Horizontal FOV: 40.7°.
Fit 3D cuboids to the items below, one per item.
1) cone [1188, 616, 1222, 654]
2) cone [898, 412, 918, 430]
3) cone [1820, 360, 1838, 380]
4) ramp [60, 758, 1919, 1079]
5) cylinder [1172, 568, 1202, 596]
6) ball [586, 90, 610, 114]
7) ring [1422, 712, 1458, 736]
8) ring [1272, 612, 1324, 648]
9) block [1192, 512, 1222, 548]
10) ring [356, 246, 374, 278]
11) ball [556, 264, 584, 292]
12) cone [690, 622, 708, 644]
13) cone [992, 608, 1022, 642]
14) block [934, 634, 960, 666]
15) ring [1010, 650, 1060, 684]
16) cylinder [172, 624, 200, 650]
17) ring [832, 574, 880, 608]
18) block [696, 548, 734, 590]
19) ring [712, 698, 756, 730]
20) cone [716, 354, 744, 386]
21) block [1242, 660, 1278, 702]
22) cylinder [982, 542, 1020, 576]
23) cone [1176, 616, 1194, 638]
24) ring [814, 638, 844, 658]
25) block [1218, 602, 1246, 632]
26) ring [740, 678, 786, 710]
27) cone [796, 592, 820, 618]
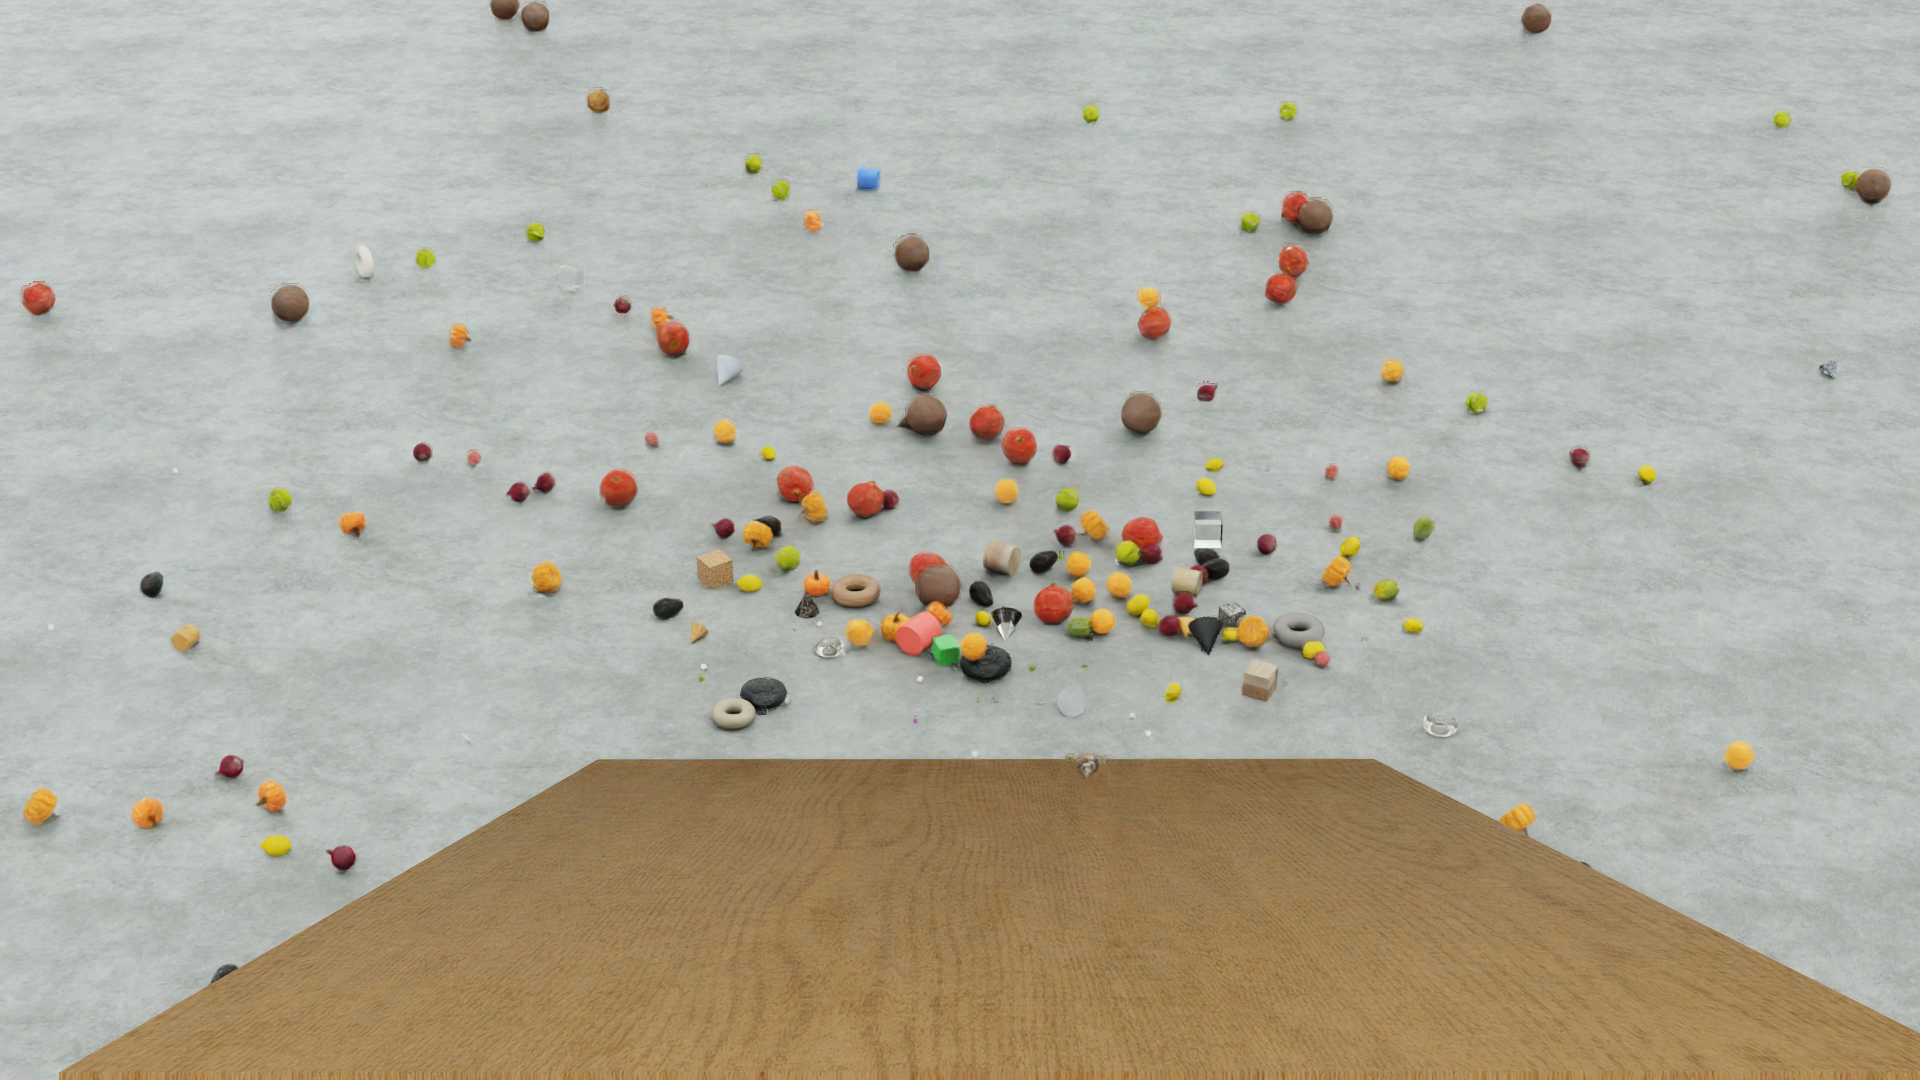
[{"bbox_3d":[0.695,0.282,7.277,0.098,0.098,0.098,-1,57,-2],"label":"cone"},{"bbox_3d":[-0.180,-0.378,8.411,0.061,0.061,0.061,-18,24,23],"label":"cone"},{"bbox_3d":[2.937,-0.562,8.722,0.061,0.061,0.061,-7,58,-11],"label":"cone"},{"bbox_3d":[0.068,0.607,4.674,2.000,0.100,4.000,0,0,0],"label":"ramp"},{"bbox_3d":[0.660,0.122,7.519,0.074,0.074,0.074,10,32,16],"label":"cylinder"},{"bbox_3d":[-1.507,-1.827,10.793,0.098,0.098,0.098,0,31,0],"label":"ball"},{"bbox_3d":[1.287,0.493,6.934,0.094,0.031,0.094,1,32,0],"label":"ring"},{"bbox_3d":[0.957,0.256,7.319,0.146,0.049,0.146,-1,31,1],"label":"ring"},{"bbox_3d":[0.744,-0.031,7.771,0.081,0.081,0.081,0,31,1],"label":"block"},{"bbox_3d":[-2.158,-1.008,9.384,0.039,0.118,0.118,-14,33,-29],"label":"ring"},{"bbox_3d":[-1.402,-0.942,9.294,0.100,0.100,0.100,0,31,0],"label":"ball"},{"bbox_3d":[-0.748,0.271,7.315,0.056,0.056,0.056,15,60,23],"label":"cone"},{"bbox_3d":[0.131,0.251,7.334,0.088,0.088,0.088,2,57,3],"label":"cone"},{"bbox_3d":[-0.038,0.308,7.218,0.056,0.056,0.056,-9,37,-15],"label":"block"},{"bbox_3d":[0.207,0.356,7.184,0.143,0.048,0.143,-6,33,4],"label":"ring"},{"bbox_3d":[-2.175,0.274,7.278,0.055,0.055,0.055,13,25,21],"label":"cylinder"},{"bbox_3d":[-0.302,0.147,7.502,0.144,0.048,0.144,-1,31,1],"label":"ring"},{"bbox_3d":[-0.717,0.086,7.577,0.076,0.076,0.076,-20,36,-30],"label":"block"},{"bbox_3d":[-0.610,0.467,6.970,0.120,0.040,0.120,1,31,-1],"label":"ring"},{"bbox_3d":[-0.791,-0.552,8.688,0.100,0.100,0.100,11,59,18],"label":"cone"},{"bbox_3d":[0.820,0.384,7.076,0.074,0.074,0.074,14,33,23],"label":"block"},{"bbox_3d":[0.123,0.054,7.624,0.084,0.084,0.084,15,34,23],"label":"cylinder"},{"bbox_3d":[0.641,0.256,7.340,0.056,0.056,0.056,2,57,4],"label":"cone"},{"bbox_3d":[-0.366,0.301,7.262,0.082,0.027,0.082,-1,31,1],"label":"ring"},{"bbox_3d":[0.774,0.219,7.373,0.056,0.056,0.056,-15,34,-23],"label":"block"},{"bbox_3d":[-0.535,0.417,7.051,0.127,0.042,0.127,1,29,-1],"label":"ring"},{"bbox_3d":[-0.439,0.177,7.430,0.070,0.070,0.070,0,31,0],"label":"cone"}]
